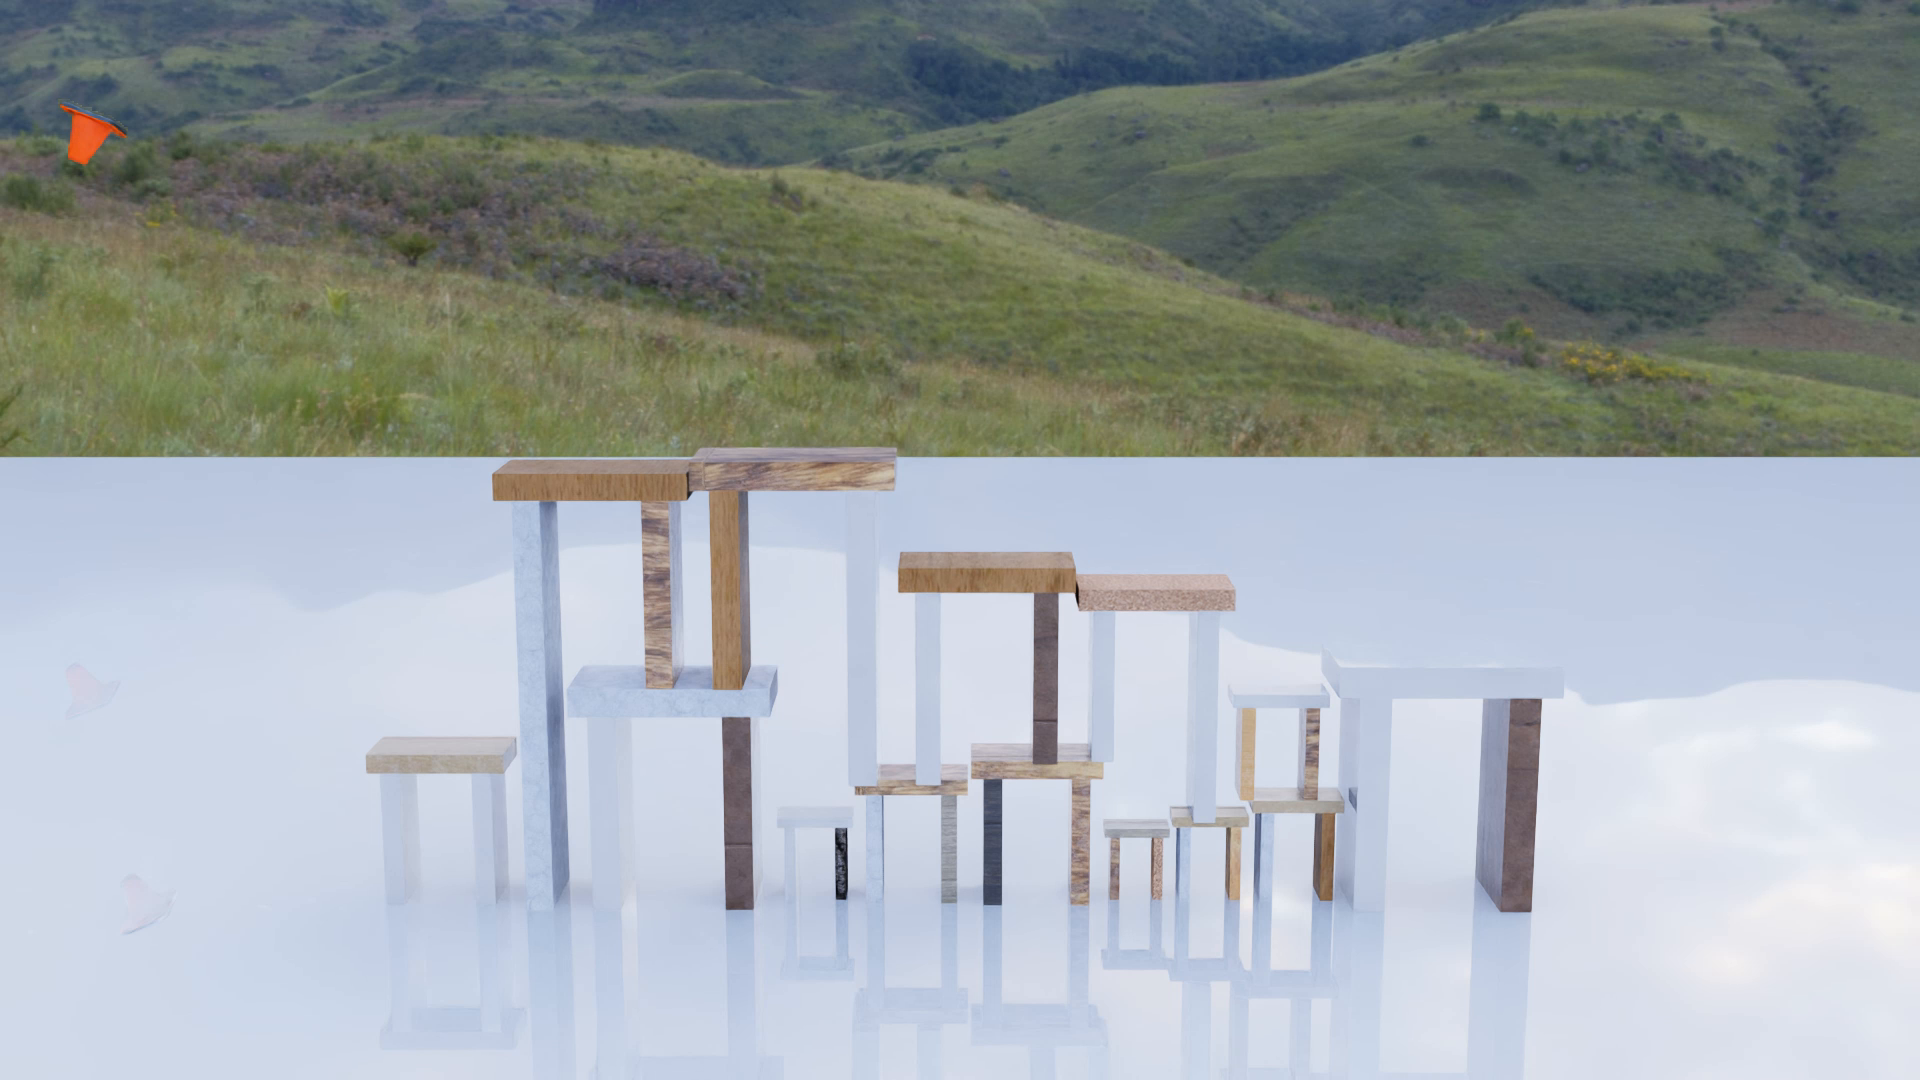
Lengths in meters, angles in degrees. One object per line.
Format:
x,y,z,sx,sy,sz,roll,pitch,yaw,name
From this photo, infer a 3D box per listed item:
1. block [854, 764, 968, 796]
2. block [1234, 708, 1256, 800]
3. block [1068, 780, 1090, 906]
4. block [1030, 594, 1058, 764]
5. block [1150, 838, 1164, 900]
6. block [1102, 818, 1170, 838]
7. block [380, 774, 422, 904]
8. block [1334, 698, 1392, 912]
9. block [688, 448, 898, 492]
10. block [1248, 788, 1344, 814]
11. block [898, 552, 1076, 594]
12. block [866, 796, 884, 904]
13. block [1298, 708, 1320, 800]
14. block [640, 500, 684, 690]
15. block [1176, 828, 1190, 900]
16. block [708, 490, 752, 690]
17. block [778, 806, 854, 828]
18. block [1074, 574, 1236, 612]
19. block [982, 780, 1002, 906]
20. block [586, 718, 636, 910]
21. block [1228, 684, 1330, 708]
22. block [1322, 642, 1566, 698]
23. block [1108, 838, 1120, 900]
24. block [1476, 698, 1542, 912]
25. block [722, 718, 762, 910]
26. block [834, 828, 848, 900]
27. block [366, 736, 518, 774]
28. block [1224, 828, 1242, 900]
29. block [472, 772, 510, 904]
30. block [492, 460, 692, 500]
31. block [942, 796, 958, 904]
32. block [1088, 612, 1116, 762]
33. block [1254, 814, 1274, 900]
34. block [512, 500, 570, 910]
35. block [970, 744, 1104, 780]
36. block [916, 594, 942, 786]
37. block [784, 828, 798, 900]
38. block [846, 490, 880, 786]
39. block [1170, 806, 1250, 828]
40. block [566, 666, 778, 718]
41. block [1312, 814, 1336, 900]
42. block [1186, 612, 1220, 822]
-0.079,0.396,3.633,0.185,0.026,0.092,0,11,0,block
0.471,0.343,3.629,0.022,0.157,0.078,0,11,0,block
0.197,0.485,3.646,0.030,0.215,0.108,0,11,0,block
0.137,0.210,3.594,0.040,0.283,0.141,0,11,0,block
0.327,0.538,3.656,0.015,0.107,0.054,0,11,0,block
0.292,0.478,3.645,0.107,0.015,0.054,0,11,0,block
-0.928,0.480,3.652,0.032,0.223,0.112,0,11,0,block
0.666,0.413,3.637,0.051,0.359,0.180,0,11,0,block
-0.265,-0.115,3.537,0.323,0.046,0.162,0,11,0,block
0.555,0.431,3.643,0.150,0.021,0.075,0,11,0,block
0.043,0.052,3.565,0.283,0.040,0.141,0,11,0,block
-0.141,0.499,3.652,0.026,0.184,0.092,0,11,0,block
0.575,0.343,3.629,0.022,0.157,0.078,0,11,0,block
-0.482,0.075,3.573,0.043,0.306,0.153,0,11,0,block
0.371,0.528,3.658,0.018,0.125,0.063,0,11,0,block
-0.372,0.067,3.571,0.046,0.323,0.162,0,11,0,block
-0.239,0.459,3.646,0.124,0.018,0.062,0,11,0,block
0.315,0.085,3.575,0.250,0.035,0.125,0,11,0,block
0.054,0.485,3.646,0.030,0.215,0.108,0,11,0,block
-0.576,0.430,3.642,0.046,0.325,0.162,0,11,0,block
0.523,0.255,3.613,0.157,0.022,0.078,0,11,0,block
0.786,0.212,3.599,0.359,0.051,0.180,0,11,0,block
0.256,0.538,3.656,0.015,0.107,0.054,0,11,0,block
0.906,0.413,3.637,0.051,0.359,0.180,0,11,0,block
-0.360,0.430,3.642,0.046,0.325,0.162,0,11,0,block
-0.197,0.529,3.659,0.018,0.124,0.062,0,11,0,block
-0.854,0.354,3.629,0.223,0.032,0.112,0,11,0,block
0.454,0.528,3.658,0.018,0.125,0.063,0,11,0,block
-0.779,0.480,3.652,0.032,0.223,0.112,0,11,0,block
-0.584,-0.097,3.542,0.306,0.043,0.153,0,11,0,block
-0.018,0.499,3.652,0.026,0.184,0.092,0,11,0,block
0.231,0.226,3.601,0.035,0.250,0.125,0,11,0,block
0.505,0.515,3.659,0.021,0.150,0.075,0,11,0,block
-0.686,0.257,3.607,0.043,0.677,0.153,0,11,0,block
0.126,0.364,3.623,0.215,0.030,0.108,0,11,0,block
-0.051,0.228,3.598,0.040,0.318,0.141,0,11,0,block
-0.280,0.529,3.659,0.018,0.124,0.062,0,11,0,block
-0.157,0.145,3.586,0.046,0.483,0.162,0,11,0,block
0.413,0.458,3.645,0.125,0.018,0.063,0,11,0,block
-0.468,0.247,3.609,0.325,0.046,0.162,0,11,0,block
0.606,0.515,3.659,0.021,0.150,0.075,0,11,0,block
0.398,0.276,3.611,0.035,0.353,0.125,0,11,0,block
